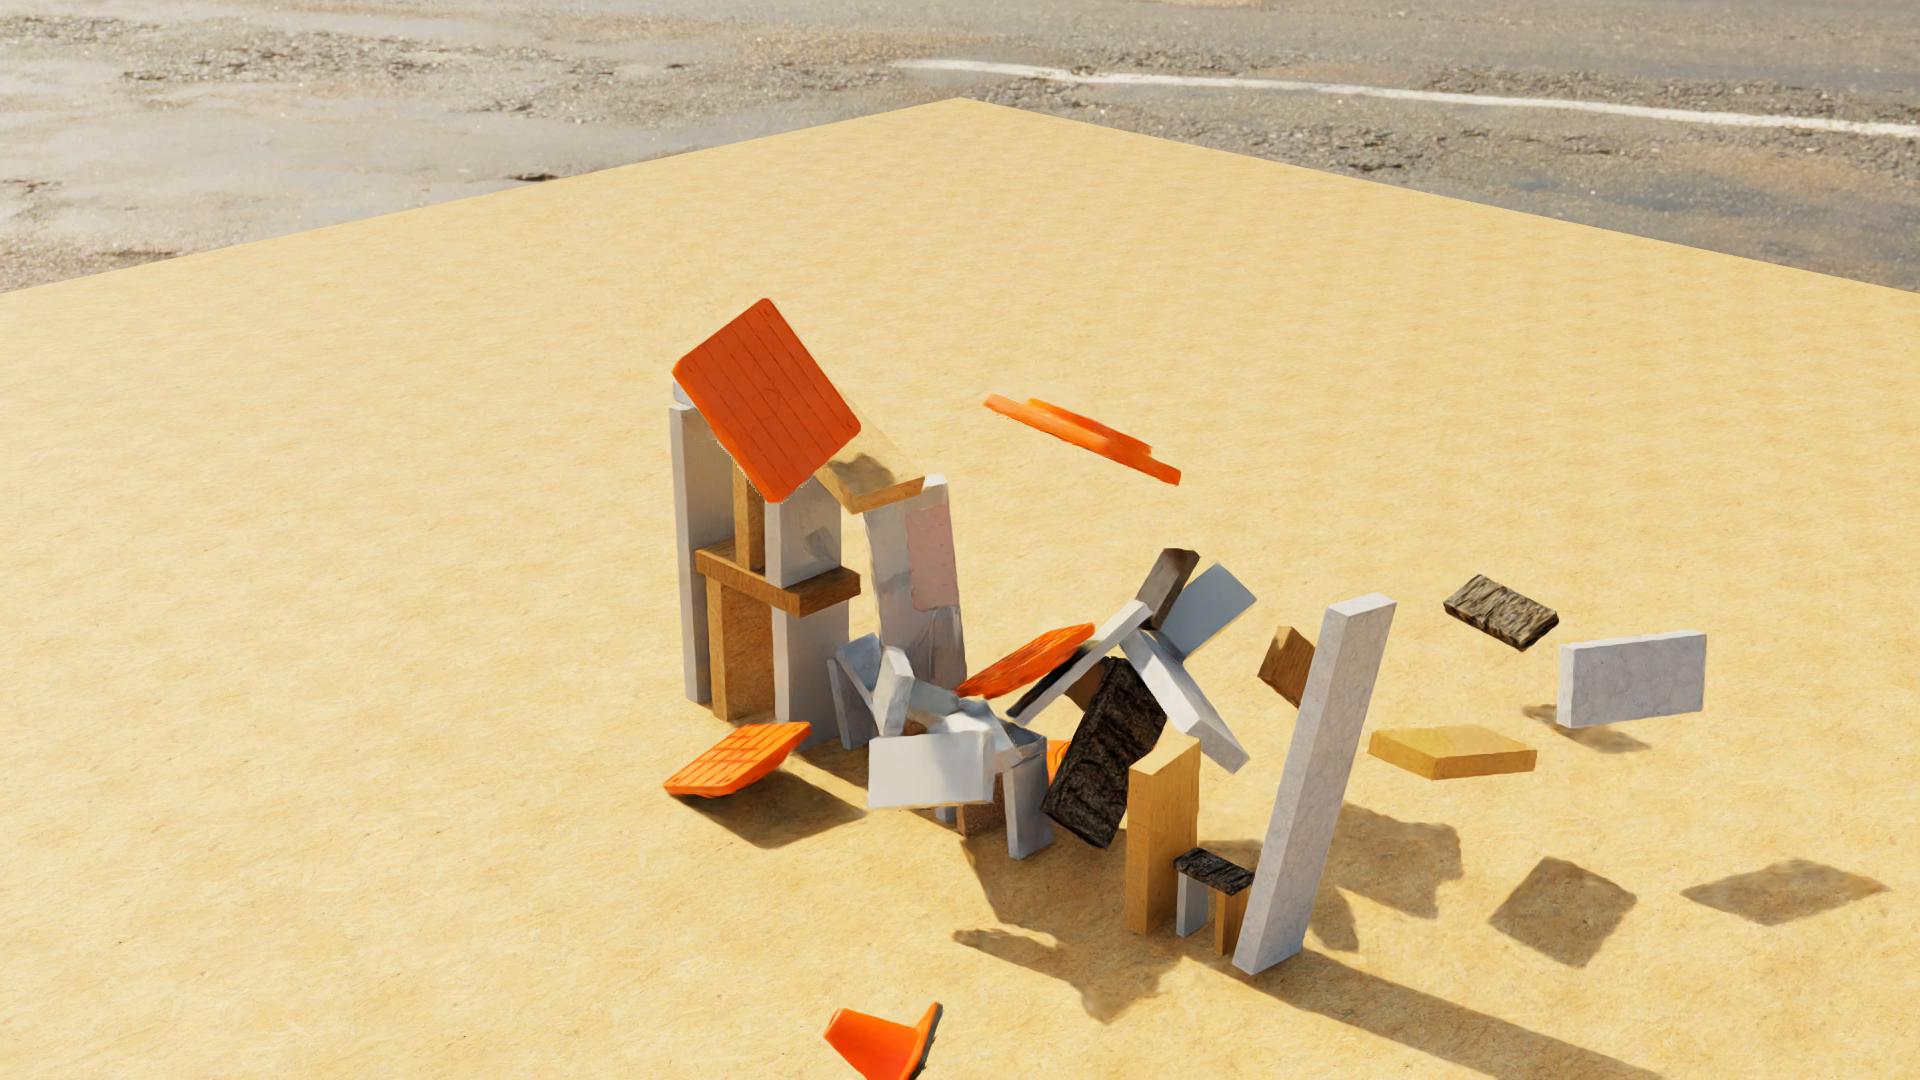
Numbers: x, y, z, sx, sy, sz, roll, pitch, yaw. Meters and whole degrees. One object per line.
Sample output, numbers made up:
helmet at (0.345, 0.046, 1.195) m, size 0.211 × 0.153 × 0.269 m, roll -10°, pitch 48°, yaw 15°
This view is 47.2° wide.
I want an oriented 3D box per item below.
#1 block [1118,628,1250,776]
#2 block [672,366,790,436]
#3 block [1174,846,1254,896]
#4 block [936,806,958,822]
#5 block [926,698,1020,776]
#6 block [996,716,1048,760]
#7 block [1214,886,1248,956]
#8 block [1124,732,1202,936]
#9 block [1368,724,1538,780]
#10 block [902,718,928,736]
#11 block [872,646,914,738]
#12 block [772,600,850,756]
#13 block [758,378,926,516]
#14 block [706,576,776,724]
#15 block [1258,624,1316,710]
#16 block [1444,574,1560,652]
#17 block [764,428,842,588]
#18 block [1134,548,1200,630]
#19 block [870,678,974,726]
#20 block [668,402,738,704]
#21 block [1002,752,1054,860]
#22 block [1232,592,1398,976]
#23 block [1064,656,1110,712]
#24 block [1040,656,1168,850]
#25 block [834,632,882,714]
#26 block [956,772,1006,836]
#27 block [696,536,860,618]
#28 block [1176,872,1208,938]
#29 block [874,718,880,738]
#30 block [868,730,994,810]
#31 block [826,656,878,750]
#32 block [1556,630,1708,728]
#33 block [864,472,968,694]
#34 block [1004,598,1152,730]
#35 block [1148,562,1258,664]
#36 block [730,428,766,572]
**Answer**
block at (0.428, 0.304, 4.271) m, size 0.168 × 0.048 × 0.337 m, roll 38°, pitch 12°, yaw -36°
block at (-0.453, -0.296, 4.634) m, size 0.152 × 0.043 × 0.304 m, roll -20°, pitch 30°, yaw -39°
block at (0.460, 0.599, 3.983) m, size 0.133 × 0.019 × 0.067 m, roll 21°, pitch 31°, yaw 41°
block at (-0.007, 0.457, 4.425) m, size 0.100 × 0.201 × 0.028 m, roll -20°, pitch 26°, yaw -39°
block at (0.023, 0.387, 4.172) m, size 0.129 × 0.036 × 0.257 m, roll -26°, pitch 19°, yaw -3°
block at (0.070, 0.384, 4.295) m, size 0.097 × 0.028 × 0.194 m, roll -15°, pitch 21°, yaw -38°
block at (0.491, 0.682, 3.984) m, size 0.019 × 0.133 × 0.067 m, roll 21°, pitch 31°, yaw 41°
block at (0.373, 0.542, 4.052) m, size 0.048 × 0.337 × 0.168 m, roll 16°, pitch 28°, yaw 34°
block at (0.941, 0.403, 4.191) m, size 0.312 × 0.044 × 0.156 m, roll 1°, pitch 14°, yaw -40°
block at (-0.105, 0.416, 4.520) m, size 0.028 × 0.201 × 0.100 m, roll 7°, pitch 22°, yaw 42°
block at (-0.131, 0.297, 4.281) m, size 0.036 × 0.129 × 0.257 m, roll 12°, pitch 8°, yaw -8°
block at (-0.314, 0.274, 4.681) m, size 0.169 × 0.338 × 0.048 m, roll -20°, pitch 30°, yaw -39°
block at (-0.238, -0.189, 4.379) m, size 0.168 × 0.048 × 0.337 m, roll -18°, pitch 49°, yaw -35°
block at (-0.468, 0.216, 4.819) m, size 0.169 × 0.338 × 0.048 m, roll -21°, pitch 31°, yaw -41°
block at (0.692, 0.276, 4.394) m, size 0.033 × 0.115 × 0.230 m, roll 6°, pitch -25°, yaw 49°
block at (1.192, 0.159, 4.848) m, size 0.115 × 0.033 × 0.230 m, roll -35°, pitch 38°, yaw -19°
block at (-0.323, -0.083, 4.534) m, size 0.168 × 0.337 × 0.048 m, roll -21°, pitch 33°, yaw -41°
block at (0.402, 0.098, 4.393) m, size 0.090 × 0.025 × 0.179 m, roll 4°, pitch 58°, yaw 55°
block at (-0.072, 0.328, 4.433) m, size 0.201 × 0.028 × 0.100 m, roll 19°, pitch 29°, yaw 37°
block at (-0.547, 0.021, 4.828) m, size 0.152 × 0.691 × 0.043 m, roll -21°, pitch 31°, yaw -41°
block at (0.133, 0.516, 4.294) m, size 0.097 × 0.194 × 0.028 m, roll -21°, pitch 24°, yaw -41°
block at (0.616, 0.429, 3.835) m, size 0.044 × 0.697 × 0.156 m, roll 27°, pitch 25°, yaw 36°
block at (0.289, 0.308, 4.709) m, size 0.090 × 0.179 × 0.025 m, roll 43°, pitch 56°, yaw 6°
block at (0.293, 0.418, 4.316) m, size 0.048 × 0.337 × 0.168 m, roll 9°, pitch -23°, yaw 49°
block at (-0.171, 0.298, 4.653) m, size 0.100 × 0.028 × 0.201 m, roll -24°, pitch 75°, yaw -41°
block at (0.038, 0.483, 4.368) m, size 0.097 × 0.194 × 0.028 m, roll -15°, pitch 22°, yaw -27°
block at (-0.388, 0.069, 4.671) m, size 0.338 × 0.048 × 0.169 m, roll 21°, pitch 31°, yaw 41°
block at (0.428, 0.657, 4.041) m, size 0.019 × 0.133 × 0.067 m, roll 21°, pitch 31°, yaw 41°
block at (-0.127, 0.386, 4.663) m, size 0.100 × 0.028 × 0.201 m, roll 4°, pitch 50°, yaw -26°
block at (-0.054, 0.424, 4.040) m, size 0.257 × 0.129 × 0.036 m, roll -9°, pitch -17°, yaw 34°
block at (-0.222, 0.337, 4.709) m, size 0.100 × 0.201 × 0.028 m, roll -21°, pitch 18°, yaw -40°
block at (1.307, 0.269, 4.276) m, size 0.312 × 0.156 × 0.044 m, roll -5°, pitch 11°, yaw -21°
block at (-0.090, 0.107, 4.499) m, size 0.168 × 0.494 × 0.048 m, roll -11°, pitch 29°, yaw -10°
block at (0.231, 0.241, 4.305) m, size 0.341 × 0.025 × 0.090 m, roll -41°, pitch 10°, yaw -4°
block at (0.487, 0.147, 4.465) m, size 0.230 × 0.033 × 0.115 m, roll -34°, pitch 71°, yaw -33°
block at (-0.403, -0.101, 4.619) m, size 0.043 × 0.304 × 0.152 m, roll 21°, pitch 31°, yaw 40°
